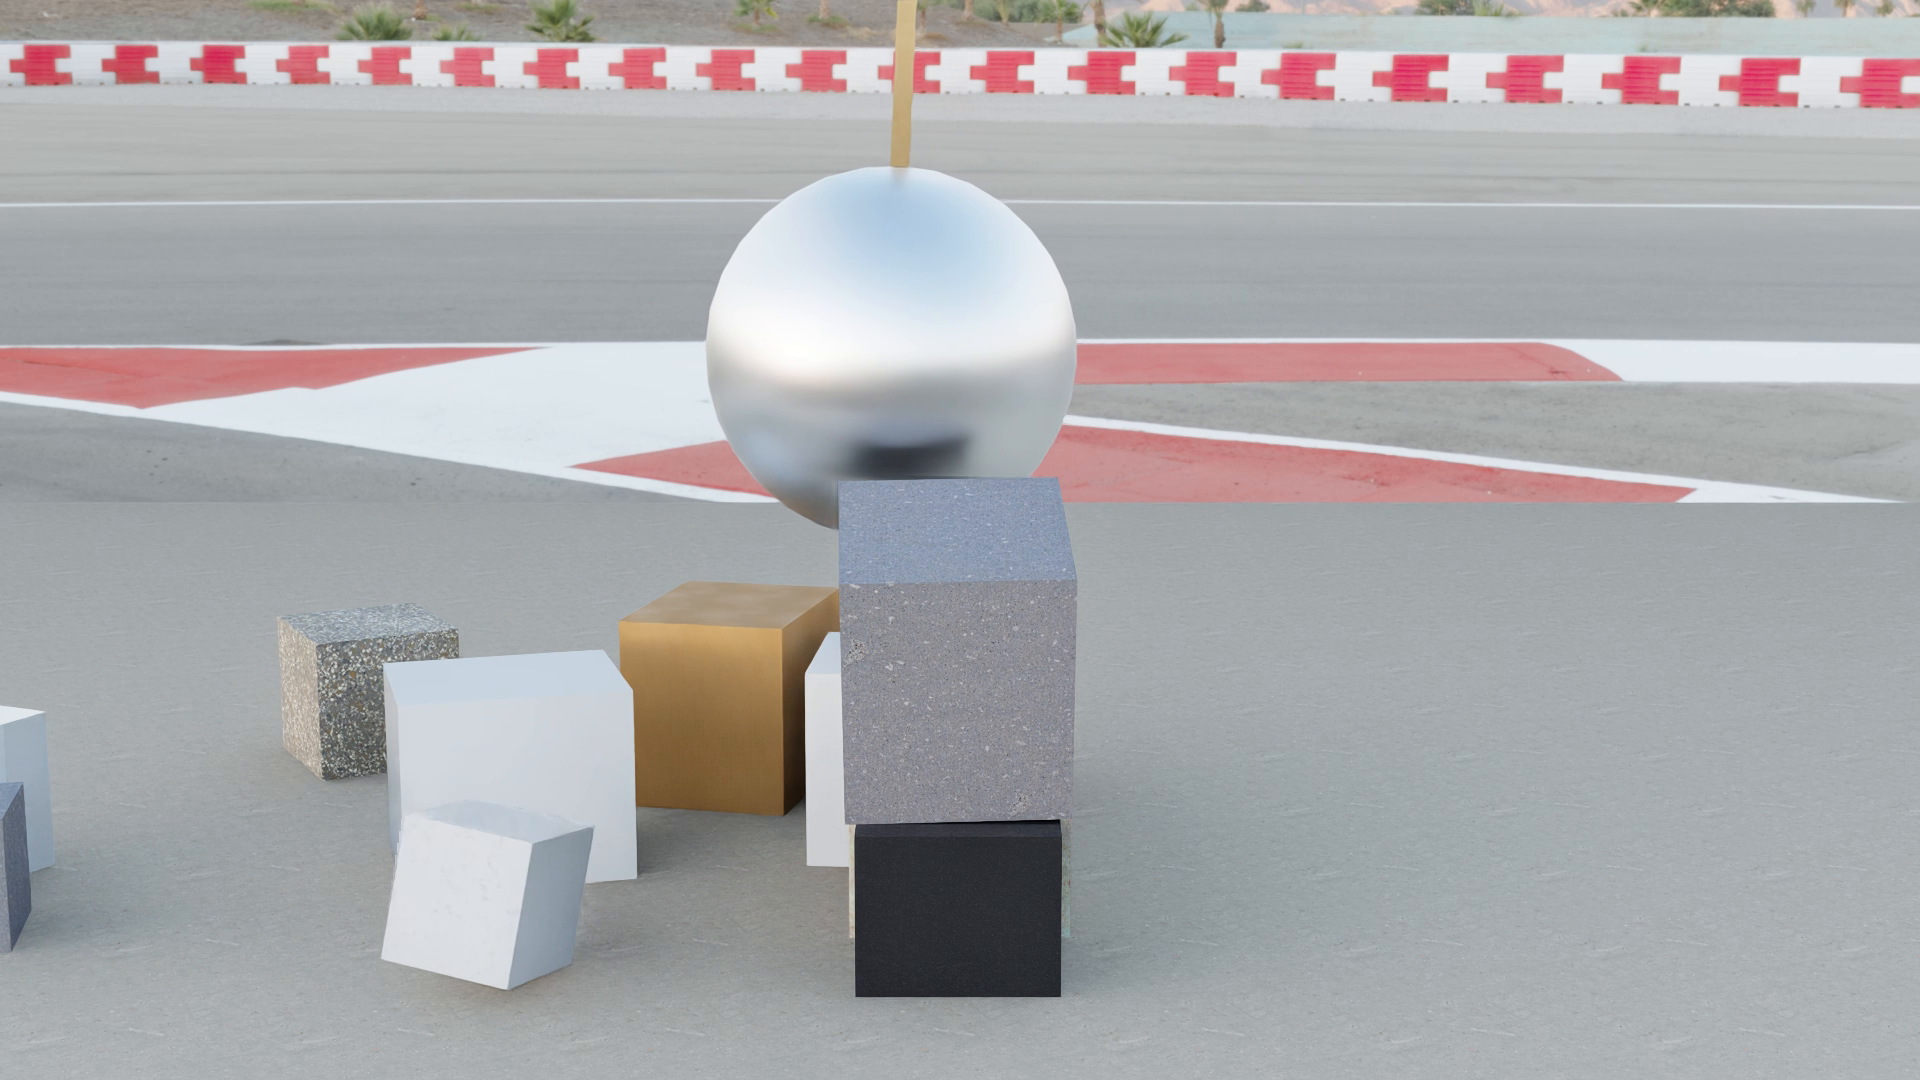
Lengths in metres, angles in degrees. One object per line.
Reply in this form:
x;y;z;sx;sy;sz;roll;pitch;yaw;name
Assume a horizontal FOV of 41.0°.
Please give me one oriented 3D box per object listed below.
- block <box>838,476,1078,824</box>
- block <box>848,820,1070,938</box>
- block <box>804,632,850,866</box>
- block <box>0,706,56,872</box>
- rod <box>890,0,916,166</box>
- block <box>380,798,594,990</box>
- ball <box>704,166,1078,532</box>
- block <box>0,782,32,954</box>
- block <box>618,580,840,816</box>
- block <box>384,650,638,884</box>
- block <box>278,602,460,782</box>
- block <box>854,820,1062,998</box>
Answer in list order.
-0.026;0.424;10.117;0.882;1.044;0.907;-1;26;-2;block
0.001;1.172;10.905;0.906;0.791;0.854;0;10;0;block
-0.181;0.957;11.830;0.954;0.885;0.862;1;10;4;block
-4.486;1.136;11.348;0.627;0.704;0.606;5;11;25;block
-0.128;-4.144;10.427;0.080;5.200;0.080;3;10;-1;rod
-1.831;1.368;10.000;0.526;0.564;0.623;11;2;14;block
-0.294;-0.802;11.034;1.600;1.600;1.600;0;10;0;ball
-4.208;1.357;10.538;0.640;0.560;0.562;-2;11;-11;block
-1.124;0.767;12.786;0.815;0.917;1.021;2;11;13;block
-2.029;1.029;11.519;1.006;0.854;0.847;-3;11;-16;block
-3.069;0.774;13.335;0.731;0.706;0.760;-6;12;-28;block
-0.007;1.385;10.155;0.792;0.642;0.679;0;10;0;block
